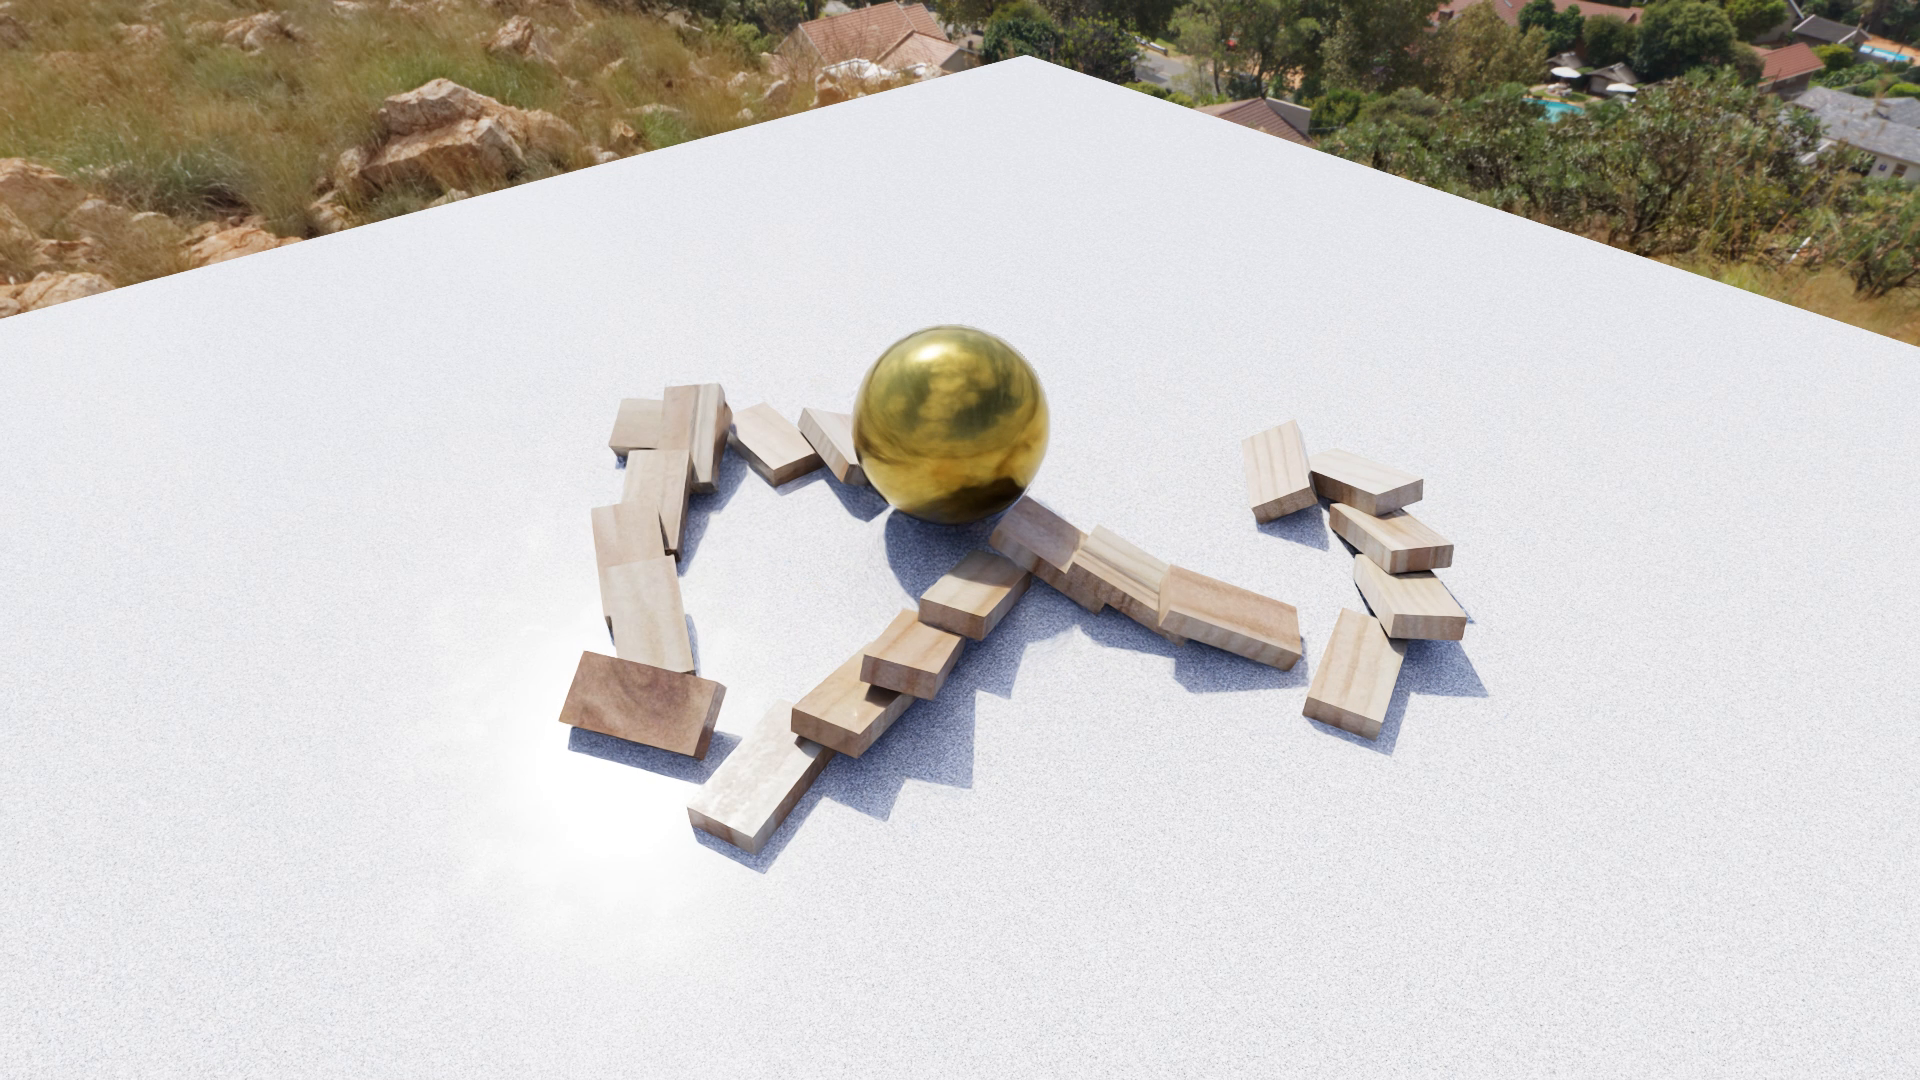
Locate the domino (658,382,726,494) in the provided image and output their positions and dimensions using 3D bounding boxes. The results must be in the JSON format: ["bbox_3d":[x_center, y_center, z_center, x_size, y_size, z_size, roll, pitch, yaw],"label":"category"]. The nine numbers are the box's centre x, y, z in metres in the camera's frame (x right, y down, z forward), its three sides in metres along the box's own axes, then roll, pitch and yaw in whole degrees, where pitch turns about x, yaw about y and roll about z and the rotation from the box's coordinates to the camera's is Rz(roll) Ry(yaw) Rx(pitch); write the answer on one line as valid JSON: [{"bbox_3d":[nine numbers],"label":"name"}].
[{"bbox_3d":[-0.117,-0.044,0.479,0.025,0.009,0.050,-4,64,5],"label":"domino"}]

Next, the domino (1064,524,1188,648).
[{"bbox_3d":[0.067,0.017,0.411,0.050,0.010,0.025,31,46,8],"label":"domino"}]

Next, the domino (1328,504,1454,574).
[{"bbox_3d":[0.169,-0.002,0.435,0.025,0.010,0.050,-6,23,-7],"label":"domino"}]

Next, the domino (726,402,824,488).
[{"bbox_3d":[-0.086,-0.044,0.497,0.025,0.010,0.050,-26,46,-28],"label":"domino"}]

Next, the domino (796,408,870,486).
[{"bbox_3d":[-0.050,-0.041,0.485,0.025,0.010,0.050,6,30,-38],"label":"domino"}]

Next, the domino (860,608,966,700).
[{"bbox_3d":[-0.015,0.038,0.379,0.025,0.010,0.050,14,16,9],"label":"domino"}]

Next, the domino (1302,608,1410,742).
[{"bbox_3d":[0.140,0.046,0.387,0.025,0.010,0.050,19,43,22],"label":"domino"}]

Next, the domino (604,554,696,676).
[{"bbox_3d":[-0.112,0.030,0.396,0.025,0.009,0.050,-11,56,-13],"label":"domino"}]

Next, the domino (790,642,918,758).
[{"bbox_3d":[-0.032,0.052,0.369,0.025,0.009,0.050,18,27,20],"label":"domino"}]

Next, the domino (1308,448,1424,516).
[{"bbox_3d":[0.166,-0.025,0.463,0.025,0.010,0.050,-17,25,-20],"label":"domino"}]

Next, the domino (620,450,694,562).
[{"bbox_3d":[-0.125,-0.014,0.450,0.025,0.009,0.050,-1,56,-2],"label":"domino"}]

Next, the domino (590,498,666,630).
[{"bbox_3d":[-0.126,0.008,0.422,0.025,0.009,0.050,-11,57,-13],"label":"domino"}]

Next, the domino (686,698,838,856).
[{"bbox_3d":[-0.061,0.075,0.352,0.025,0.009,0.050,18,43,21],"label":"domino"}]

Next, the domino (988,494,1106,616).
[{"bbox_3d":[0.039,0.005,0.424,0.050,0.010,0.025,33,45,9],"label":"domino"}]

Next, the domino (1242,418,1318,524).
[{"bbox_3d":[0.136,-0.030,0.471,0.025,0.009,0.050,-22,33,24],"label":"domino"}]

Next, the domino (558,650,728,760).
[{"bbox_3d":[-0.106,0.055,0.367,0.050,0.010,0.025,11,73,13],"label":"domino"}]

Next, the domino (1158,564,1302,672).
[{"bbox_3d":[0.097,0.028,0.398,0.050,0.010,0.025,19,40,-4],"label":"domino"}]

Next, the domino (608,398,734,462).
[{"bbox_3d":[-0.130,-0.050,0.494,0.050,0.009,0.025,4,65,9],"label":"domino"}]

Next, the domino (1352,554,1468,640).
[{"bbox_3d":[0.166,0.021,0.408,0.025,0.009,0.050,2,24,3],"label":"domino"}]

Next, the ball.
[{"bbox_3d":[-0.004,-0.046,0.444,0.080,0.080,0.080,0,39,0],"label":"ball"}]

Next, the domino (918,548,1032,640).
[{"bbox_3d":[0.007,0.019,0.409,0.025,0.010,0.050,16,26,19],"label":"domino"}]
